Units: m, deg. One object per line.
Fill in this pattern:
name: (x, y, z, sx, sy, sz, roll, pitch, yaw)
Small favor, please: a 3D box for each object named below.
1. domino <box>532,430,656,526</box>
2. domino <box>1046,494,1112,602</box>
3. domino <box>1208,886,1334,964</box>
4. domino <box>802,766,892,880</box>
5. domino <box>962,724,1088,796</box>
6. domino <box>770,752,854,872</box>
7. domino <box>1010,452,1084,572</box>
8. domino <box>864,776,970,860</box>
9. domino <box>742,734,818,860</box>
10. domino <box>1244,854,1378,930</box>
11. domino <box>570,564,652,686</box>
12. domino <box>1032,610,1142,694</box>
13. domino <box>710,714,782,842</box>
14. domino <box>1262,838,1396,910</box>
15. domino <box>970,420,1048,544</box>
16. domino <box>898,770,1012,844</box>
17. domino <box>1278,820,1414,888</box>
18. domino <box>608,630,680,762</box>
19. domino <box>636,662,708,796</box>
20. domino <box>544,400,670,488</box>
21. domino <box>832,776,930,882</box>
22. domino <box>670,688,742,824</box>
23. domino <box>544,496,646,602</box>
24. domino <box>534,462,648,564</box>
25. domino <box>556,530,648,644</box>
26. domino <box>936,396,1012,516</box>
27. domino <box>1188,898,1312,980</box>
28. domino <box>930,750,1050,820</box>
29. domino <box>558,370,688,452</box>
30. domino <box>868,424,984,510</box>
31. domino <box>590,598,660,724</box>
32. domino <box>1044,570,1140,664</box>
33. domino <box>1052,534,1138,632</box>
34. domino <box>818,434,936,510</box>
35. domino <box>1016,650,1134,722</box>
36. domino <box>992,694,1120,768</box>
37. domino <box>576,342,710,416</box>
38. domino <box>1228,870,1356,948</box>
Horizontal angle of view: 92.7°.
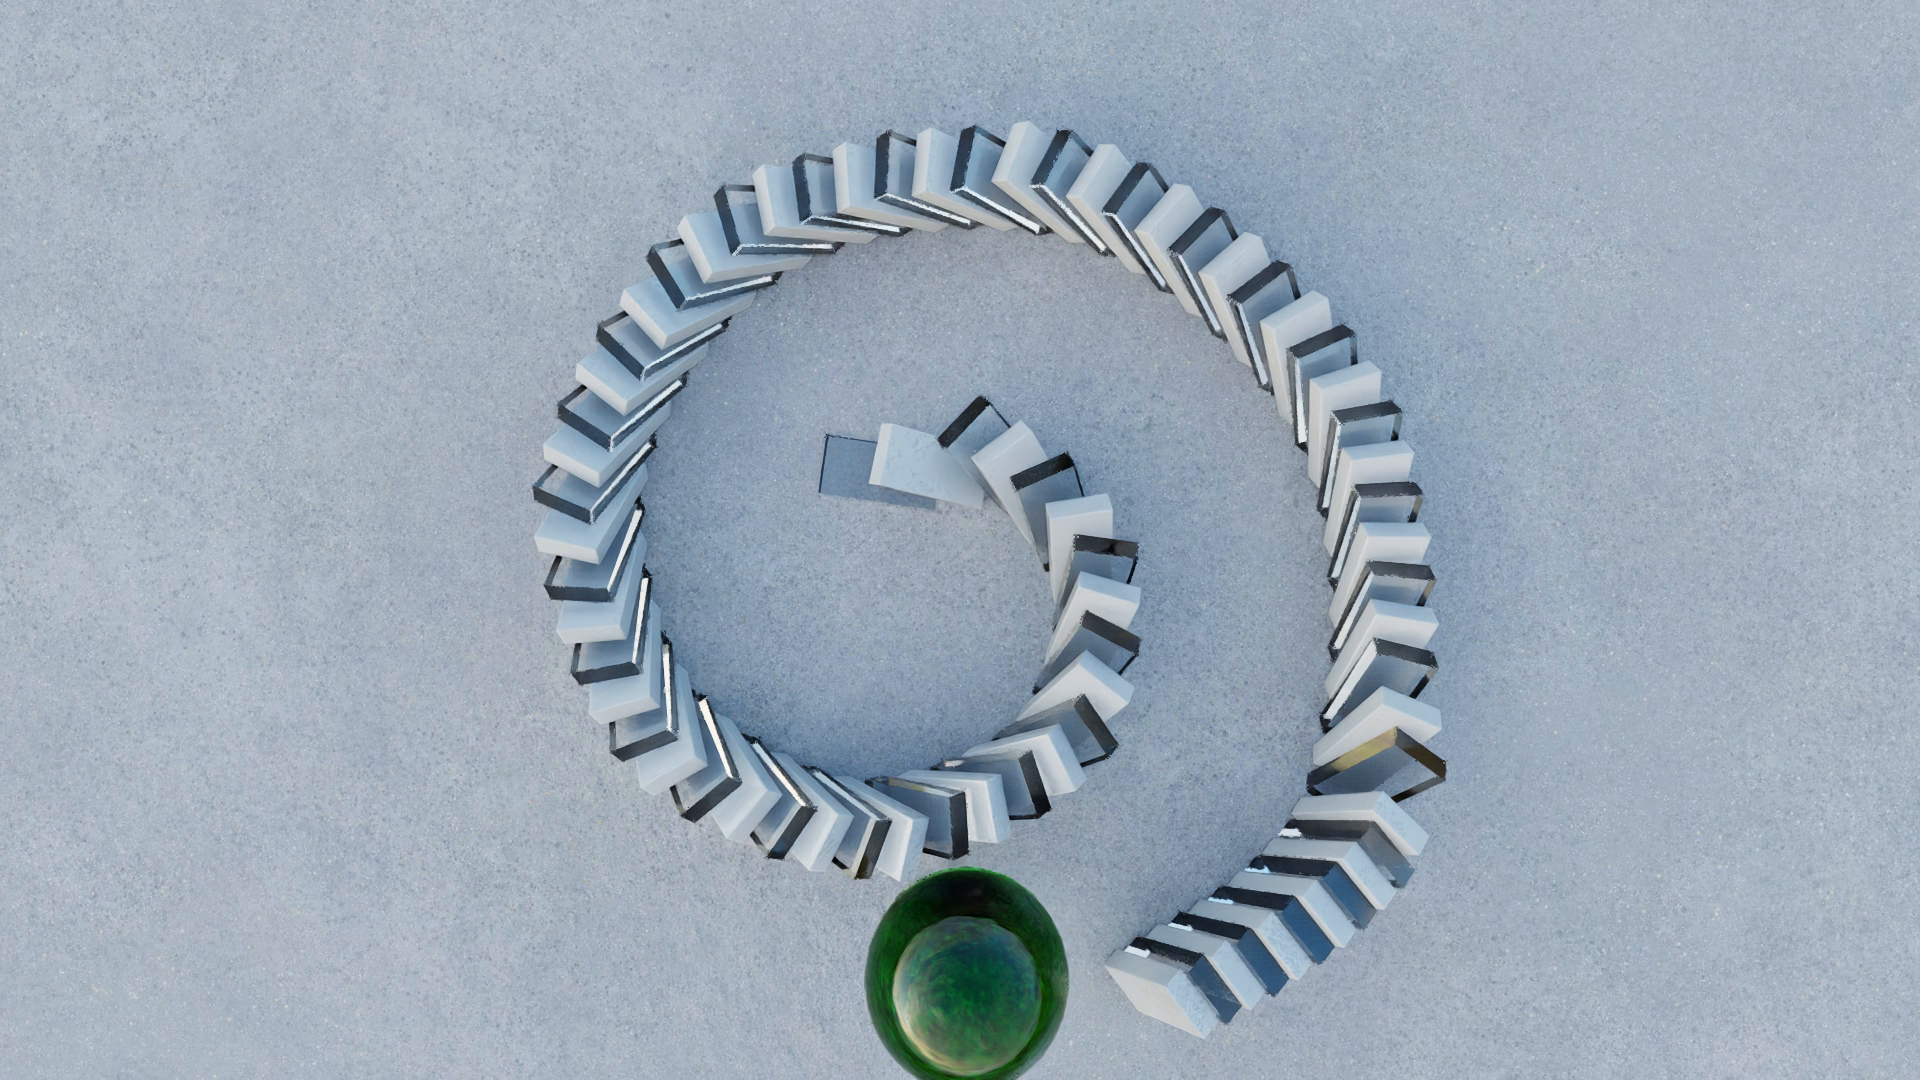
domino: (-0.150, -0.031, 0.380, 0.025, 0.010, 0.050, 23, 50, 1)
domino: (0.050, 0.004, 0.379, 0.025, 0.050, 0.010, -9, 45, 0)
domino: (0.126, 0.157, 0.375, 0.010, 0.050, 0.025, -38, 90, -25)
domino: (-0.052, 0.116, 0.380, 0.050, 0.009, 0.025, 21, 91, 41)
domino: (0.026, 0.094, 0.380, 0.050, 0.010, 0.025, -26, 91, 41)
domino: (-0.067, 0.112, 0.380, 0.050, 0.009, 0.025, 27, 90, 41)
domino: (0.040, -0.011, 0.379, 0.025, 0.010, 0.050, -24, 133, 0)
domino: (-0.019, 0.114, 0.380, 0.050, 0.009, 0.025, -4, 90, 43)
domino: (-0.082, 0.106, 0.380, 0.050, 0.010, 0.025, 34, 90, 41)
domino: (0.142, 0.143, 0.375, 0.009, 0.050, 0.025, -39, 90, -25)
domino: (-0.144, 0.034, 0.380, 0.025, 0.009, 0.050, -10, 50, 0)
domino: (0.052, 0.052, 0.379, 0.025, 0.010, 0.050, 27, 134, 0)
domino: (-0.096, 0.098, 0.380, 0.025, 0.009, 0.050, -50, 49, 0)
domino: (0.150, 0.136, 0.375, 0.010, 0.050, 0.025, -39, 90, -25)
domino: (0.027, -0.023, 0.380, 0.025, 0.009, 0.050, -37, 132, 0)
domino: (-0.003, 0.110, 0.380, 0.050, 0.009, 0.025, -10, 90, 41)
domino: (0.157, 0.128, 0.375, 0.010, 0.050, 0.025, -40, 90, -25)
domino: (-0.132, 0.064, 0.380, 0.025, 0.010, 0.050, -21, 49, 1)
domino: (-0.122, 0.077, 0.380, 0.025, 0.010, 0.050, -30, 49, 1)
domino: (-0.145, -0.046, 0.380, 0.025, 0.009, 0.050, 28, 50, 1)
domino: (-0.036, 0.119, 0.380, 0.050, 0.009, 0.025, 13, 90, 42)
domino: (-0.110, 0.089, 0.380, 0.025, 0.009, 0.050, -39, 49, 0)
domino: (-0.150, 0.003, 0.380, 0.025, 0.010, 0.050, 3, 49, 0)
domino: (-0.152, -0.014, 0.380, 0.025, 0.009, 0.050, 13, 49, 0)
domino: (-0.148, 0.019, 0.380, 0.025, 0.009, 0.050, -4, 50, 0)
domino: (0.015, -0.034, 0.380, 0.025, 0.010, 0.050, -46, 131, 0)
domino: (0.117, 0.163, 0.375, 0.009, 0.050, 0.025, -38, 90, -25)
domino: (0.012, 0.103, 0.380, 0.050, 0.010, 0.025, -19, 90, 41)
domino: (-0.139, -0.061, 0.380, 0.025, 0.010, 0.050, 33, 50, 0)
domino: (-0.011, -0.030, 0.383, 0.050, 0.010, 0.025, 12, 90, -32)
domino: (-0.138, 0.049, 0.380, 0.025, 0.009, 0.050, -16, 50, 1)
domino: (0.054, 0.036, 0.379, 0.025, 0.010, 0.050, 16, 134, 0)
domino: (0.055, 0.020, 0.379, 0.025, 0.010, 0.050, 8, 134, -1)
domino: (-0.034, -0.029, 0.395, 0.050, 0.010, 0.025, 8, 90, 0)
domino: (0.047, 0.068, 0.379, 0.025, 0.010, 0.050, 38, 133, 0)
domino: (0.039, 0.084, 0.380, 0.050, 0.010, 0.025, -34, 91, 42)
domino: (-0.131, -0.075, 0.380, 0.025, 0.009, 0.050, 38, 50, 0)
domino: (0.134, 0.150, 0.375, 0.010, 0.050, 0.025, -39, 90, -25)
